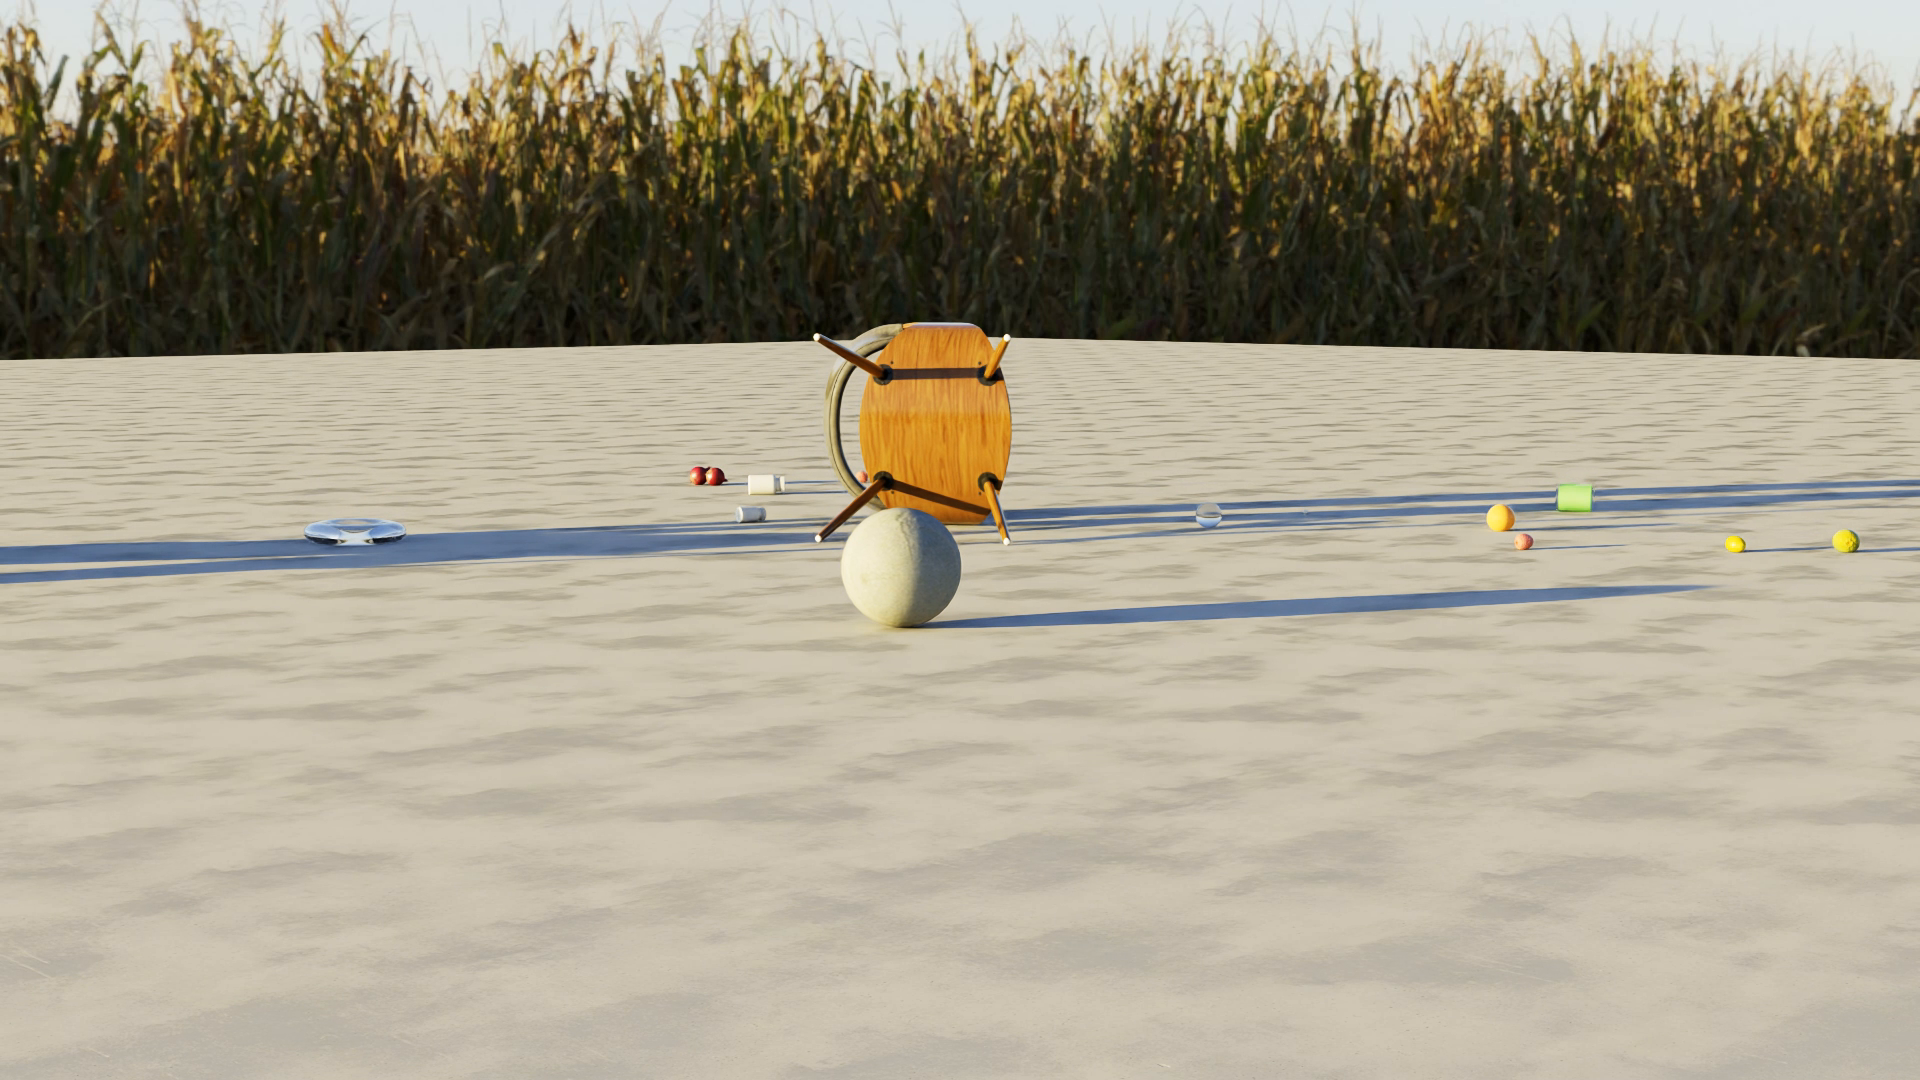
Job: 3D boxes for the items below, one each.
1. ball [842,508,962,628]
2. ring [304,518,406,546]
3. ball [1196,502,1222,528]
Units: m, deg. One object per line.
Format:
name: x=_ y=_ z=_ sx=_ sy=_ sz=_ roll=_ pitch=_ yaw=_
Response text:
ball: x=-0.110 y=0.051 z=4.812 sx=0.226 sy=0.226 sz=0.226 roll=0 pitch=6 yaw=0
ring: x=-1.500 y=-0.020 z=6.364 sx=0.250 sy=0.051 sz=0.256 roll=-2 pitch=7 yaw=-25
ball: x=0.650 y=-0.065 z=6.710 sx=0.069 sy=0.069 sz=0.069 roll=0 pitch=6 yaw=0
